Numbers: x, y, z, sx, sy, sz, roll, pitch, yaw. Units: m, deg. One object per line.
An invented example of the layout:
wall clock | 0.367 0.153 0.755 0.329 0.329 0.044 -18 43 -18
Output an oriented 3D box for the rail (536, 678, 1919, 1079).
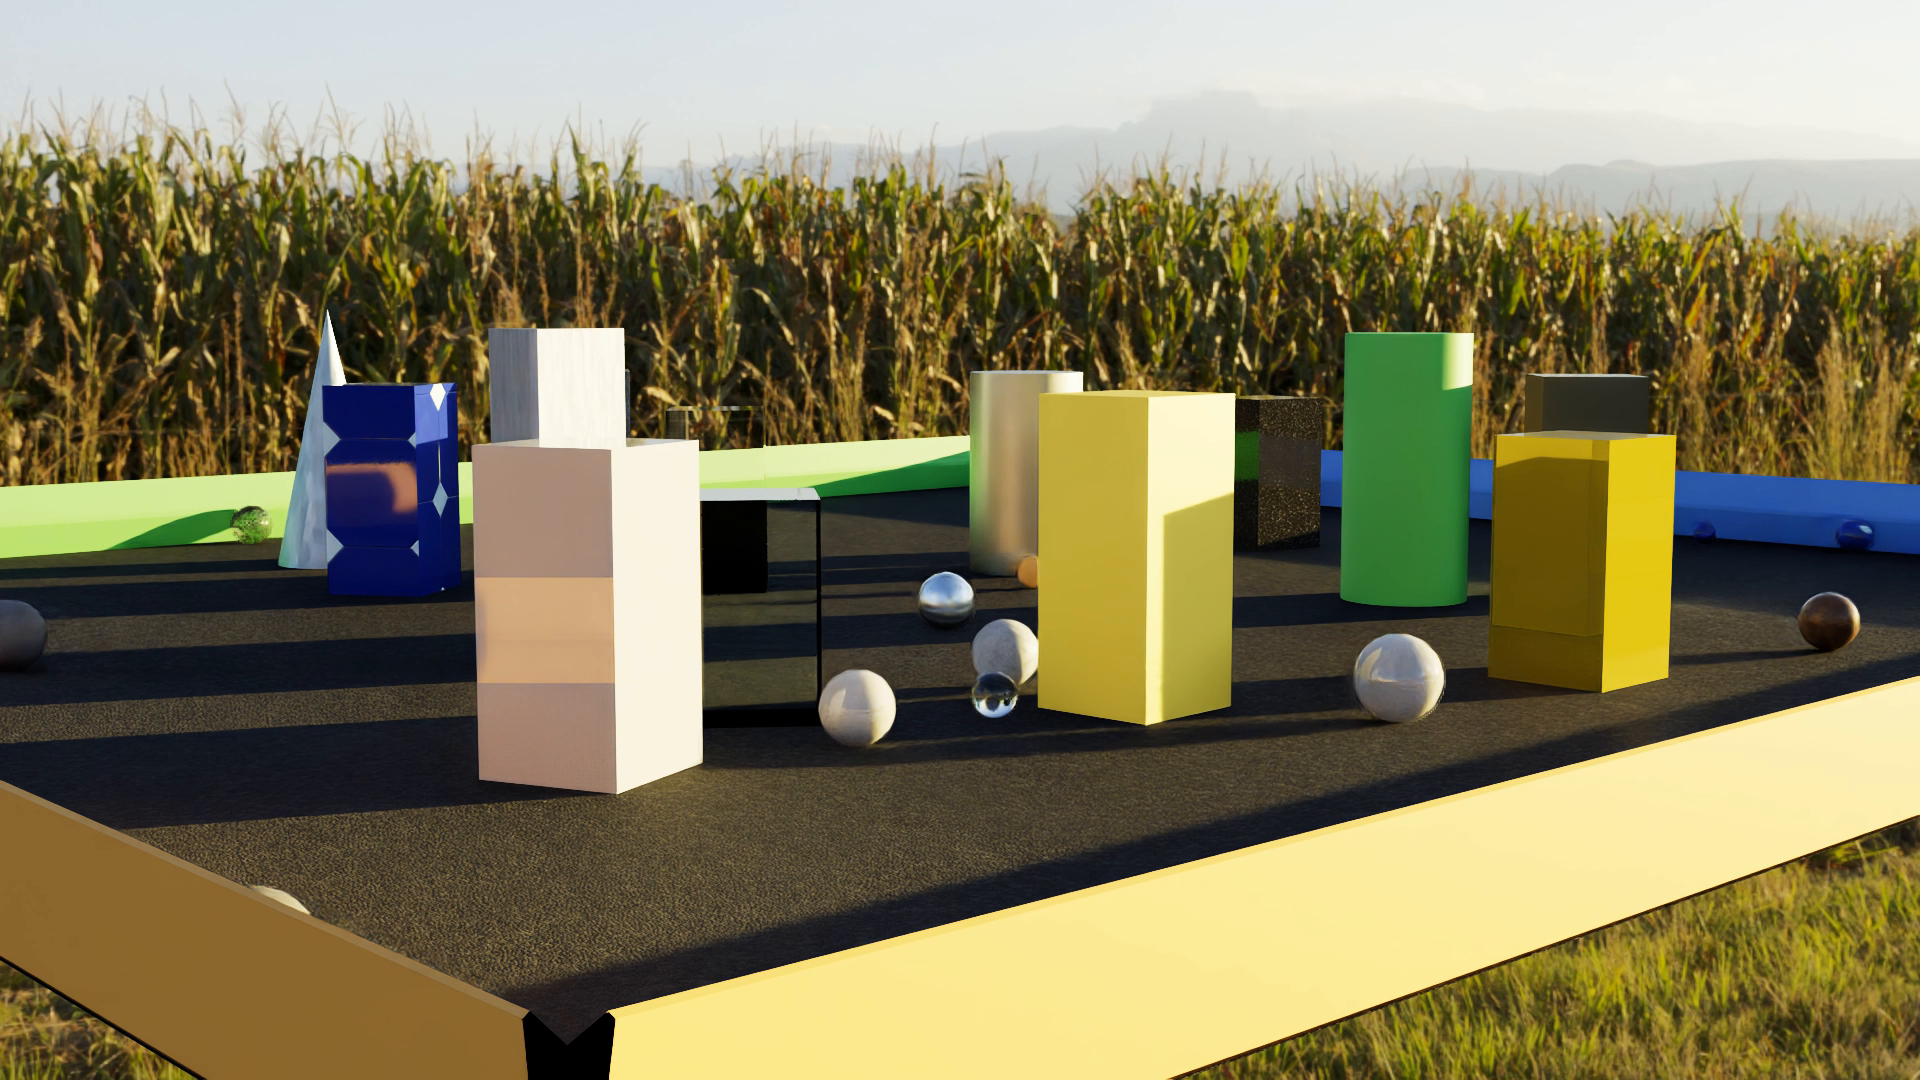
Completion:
rail | 1.078 0.155 2.171 3.464 0.125 0.045 -6 8 -42

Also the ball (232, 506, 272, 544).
ball | -1.344 -0.030 4.177 0.073 0.073 0.073 0 6 0

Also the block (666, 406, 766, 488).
block | -0.392 -0.071 3.561 0.154 0.284 0.154 0 6 -4

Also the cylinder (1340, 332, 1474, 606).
cylinder | 0.683 -0.113 3.369 0.192 0.407 0.192 0 6 0

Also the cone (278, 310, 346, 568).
cone | -1.100 -0.181 3.847 0.192 0.444 0.192 0 6 0

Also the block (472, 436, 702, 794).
block | -0.355 0.065 2.108 0.154 0.318 0.154 3 7 24

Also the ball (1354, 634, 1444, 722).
ball | 0.473 0.149 2.374 0.096 0.096 0.096 0 6 0

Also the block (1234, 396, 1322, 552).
block | 0.567 -0.128 4.125 0.154 0.279 0.154 -4 7 -34

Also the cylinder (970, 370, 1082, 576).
cylinder | 0.112 -0.117 3.748 0.192 0.337 0.192 0 6 0

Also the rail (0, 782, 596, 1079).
rail | -1.256 0.154 2.180 0.045 0.125 3.225 -6 8 -42

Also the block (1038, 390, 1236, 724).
block | 0.196 0.013 2.449 0.154 0.351 0.154 6 8 43

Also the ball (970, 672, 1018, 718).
ball | 0.037 0.169 2.398 0.051 0.051 0.051 0 6 0

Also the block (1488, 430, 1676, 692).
block | 0.749 0.020 2.651 0.154 0.293 0.154 -6 8 -44

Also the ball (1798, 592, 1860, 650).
ball | 1.135 0.107 2.872 0.076 0.076 0.076 0 6 0

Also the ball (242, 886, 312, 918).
ball | -0.448 0.260 1.395 0.080 0.080 0.080 0 6 0

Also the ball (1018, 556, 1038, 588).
ball | 0.118 0.051 3.504 0.053 0.053 0.053 0 6 0

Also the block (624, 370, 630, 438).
block | -0.626 -0.110 3.660 0.154 0.342 0.154 -1 6 -9

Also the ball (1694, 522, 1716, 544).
ball | 1.413 -0.013 4.174 0.041 0.041 0.041 0 6 0

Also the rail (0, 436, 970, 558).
rail | -1.078 -0.090 4.493 3.464 0.125 0.045 -6 8 -42

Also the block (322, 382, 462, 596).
block | -0.897 -0.084 3.481 0.154 0.326 0.154 1 6 11

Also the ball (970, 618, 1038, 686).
ball | 0.053 0.133 2.591 0.081 0.081 0.081 0 6 0

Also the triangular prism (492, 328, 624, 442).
triangular prism | -0.527 -0.053 2.746 0.144 0.420 0.166 4 7 31

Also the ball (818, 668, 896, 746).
ball | -0.105 0.171 2.244 0.079 0.079 0.079 0 6 0

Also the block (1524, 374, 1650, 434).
block | 0.950 -0.079 3.355 0.154 0.344 0.154 0 6 5

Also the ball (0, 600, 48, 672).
ball | -1.170 0.117 2.704 0.089 0.089 0.089 0 6 0

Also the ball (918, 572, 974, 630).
ball | -0.019 0.085 3.060 0.080 0.080 0.080 0 6 0

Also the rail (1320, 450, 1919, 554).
rail | 1.256 -0.089 4.484 0.045 0.125 3.225 -6 8 -42

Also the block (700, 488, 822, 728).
block | -0.233 0.071 2.409 0.154 0.243 0.154 -1 6 -6

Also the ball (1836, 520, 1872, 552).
ball | 1.635 -0.007 4.020 0.062 0.062 0.062 0 6 0
